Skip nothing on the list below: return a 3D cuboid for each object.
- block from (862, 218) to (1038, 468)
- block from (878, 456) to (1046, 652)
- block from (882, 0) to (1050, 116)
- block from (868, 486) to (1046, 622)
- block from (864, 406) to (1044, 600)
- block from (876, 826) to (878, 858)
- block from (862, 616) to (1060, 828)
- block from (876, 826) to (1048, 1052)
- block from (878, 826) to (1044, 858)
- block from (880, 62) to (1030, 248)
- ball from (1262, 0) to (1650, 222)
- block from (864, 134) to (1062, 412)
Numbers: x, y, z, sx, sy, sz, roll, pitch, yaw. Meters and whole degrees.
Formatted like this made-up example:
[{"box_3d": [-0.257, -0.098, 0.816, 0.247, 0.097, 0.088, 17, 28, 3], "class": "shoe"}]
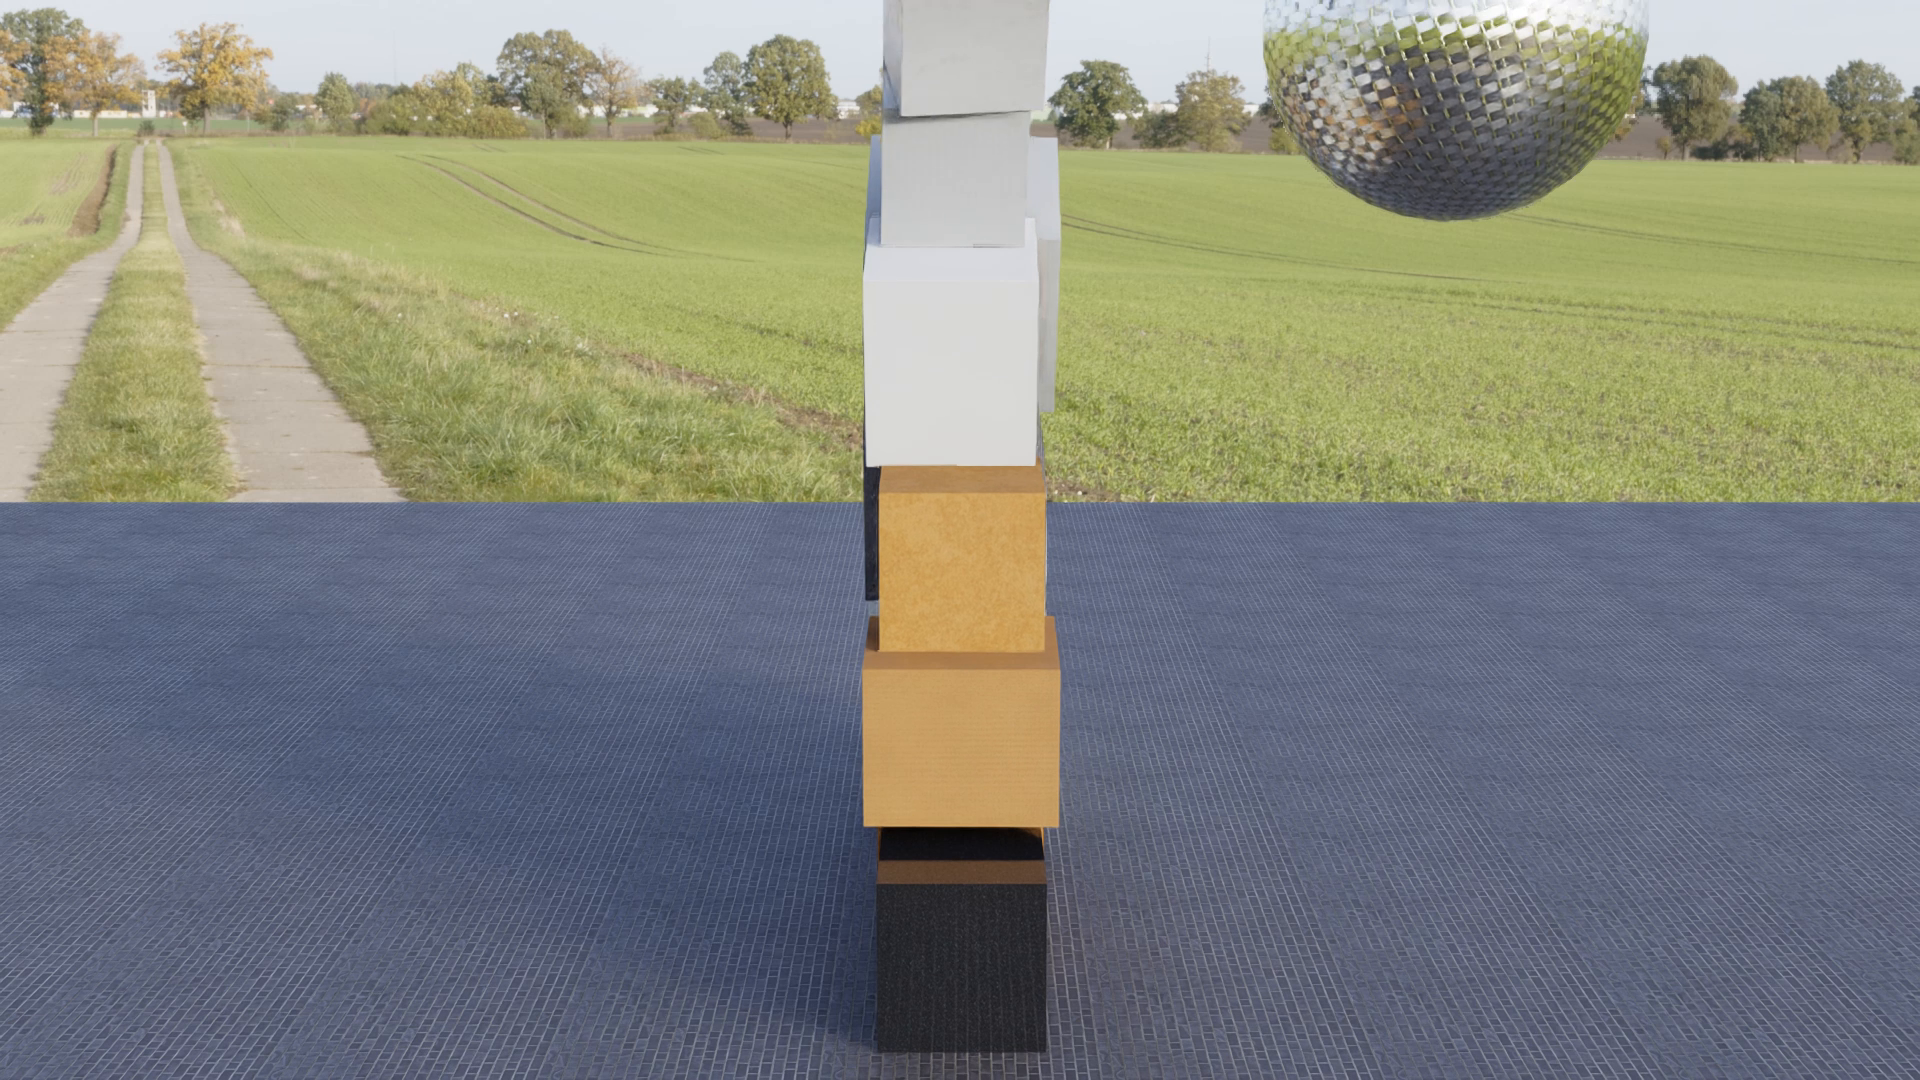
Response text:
[{"box_3d": [-0.032, -0.789, 10.164, 0.663, 0.779, 0.678, 0, 28, 0], "class": "block"}, {"box_3d": [0.005, 0.045, 9.996, 0.625, 0.621, 0.681, 0, 14, 0], "class": "block"}, {"box_3d": [0.017, -1.995, 9.644, 0.544, 0.601, 0.507, -4, 38, -8], "class": "block"}, {"box_3d": [-0.020, 0.117, 11.908, 0.798, 0.836, 0.735, 0, 10, -1], "class": "block"}, {"box_3d": [-0.026, -0.159, 10.659, 0.726, 0.630, 0.632, 0, 21, 0], "class": "block"}, {"box_3d": [0.002, 1.000, 11.729, 0.744, 0.836, 0.759, 0, 10, 0], "class": "block"}, {"box_3d": [0.006, 0.693, 9.956, 0.736, 0.619, 0.740, 0, 14, 0], "class": "block"}, {"box_3d": [0.006, 1.483, 9.625, 0.612, 0.638, 0.740, 0, 10, 0], "class": "block"}, {"box_3d": [0.001, 1.297, 10.346, 0.643, 0.722, 0.708, 0, 12, 0], "class": "block"}, {"box_3d": [-0.026, -1.564, 10.093, 0.558, 0.578, 0.649, 1, 34, -2], "class": "block"}, {"box_3d": [2.074, -2.145, 10.790, 1.600, 1.600, 1.600, 0, 10, 0], "class": "ball"}, {"box_3d": [0.010, -1.134, 10.904, 0.792, 0.869, 0.788, 1, 40, 0], "class": "block"}]
